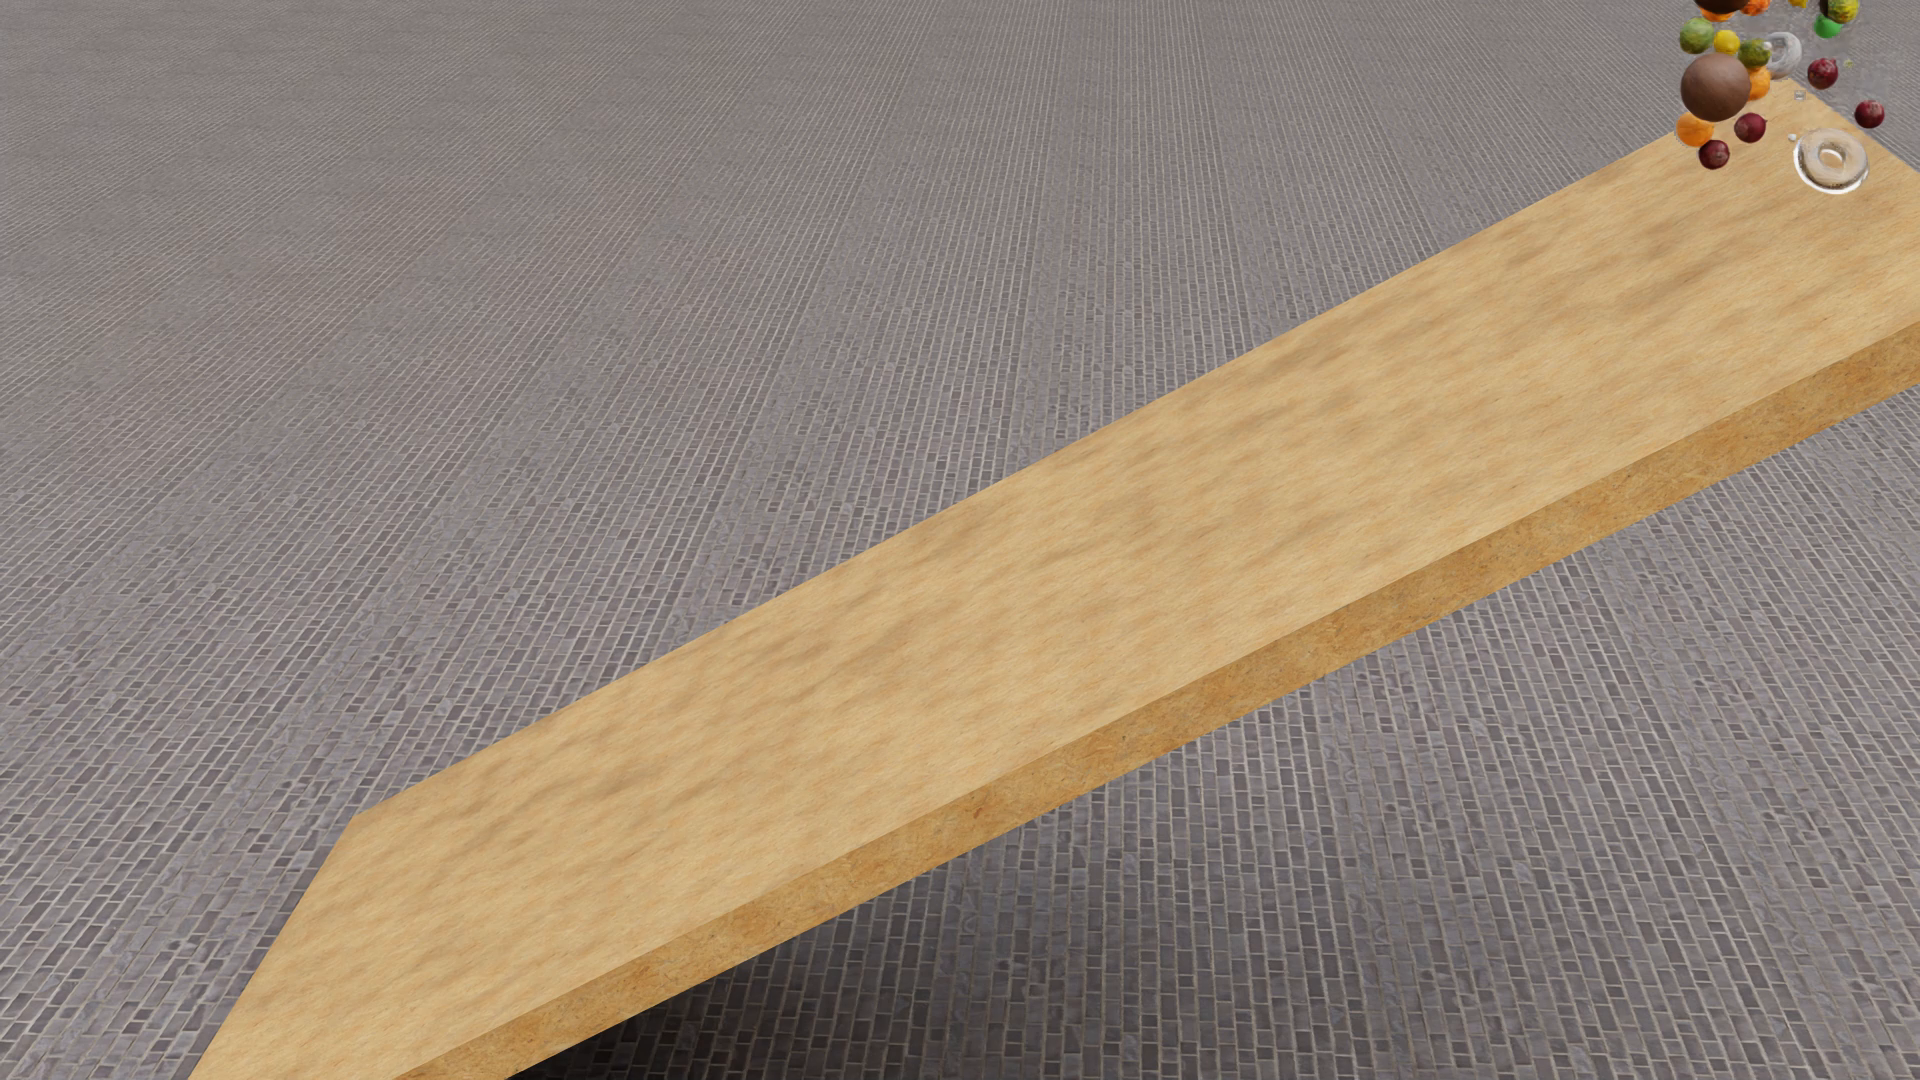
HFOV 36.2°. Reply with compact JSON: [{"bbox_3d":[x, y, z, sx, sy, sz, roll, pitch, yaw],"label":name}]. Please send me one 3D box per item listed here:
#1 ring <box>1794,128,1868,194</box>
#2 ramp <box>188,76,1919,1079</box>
[{"bbox_3d":[1.682,-0.733,5.677,0.145,0.048,0.145,2,62,-5],"label":"ring"},{"bbox_3d":[0.142,0.167,6.283,4.000,0.100,2.000,-27,14,11],"label":"ramp"}]
